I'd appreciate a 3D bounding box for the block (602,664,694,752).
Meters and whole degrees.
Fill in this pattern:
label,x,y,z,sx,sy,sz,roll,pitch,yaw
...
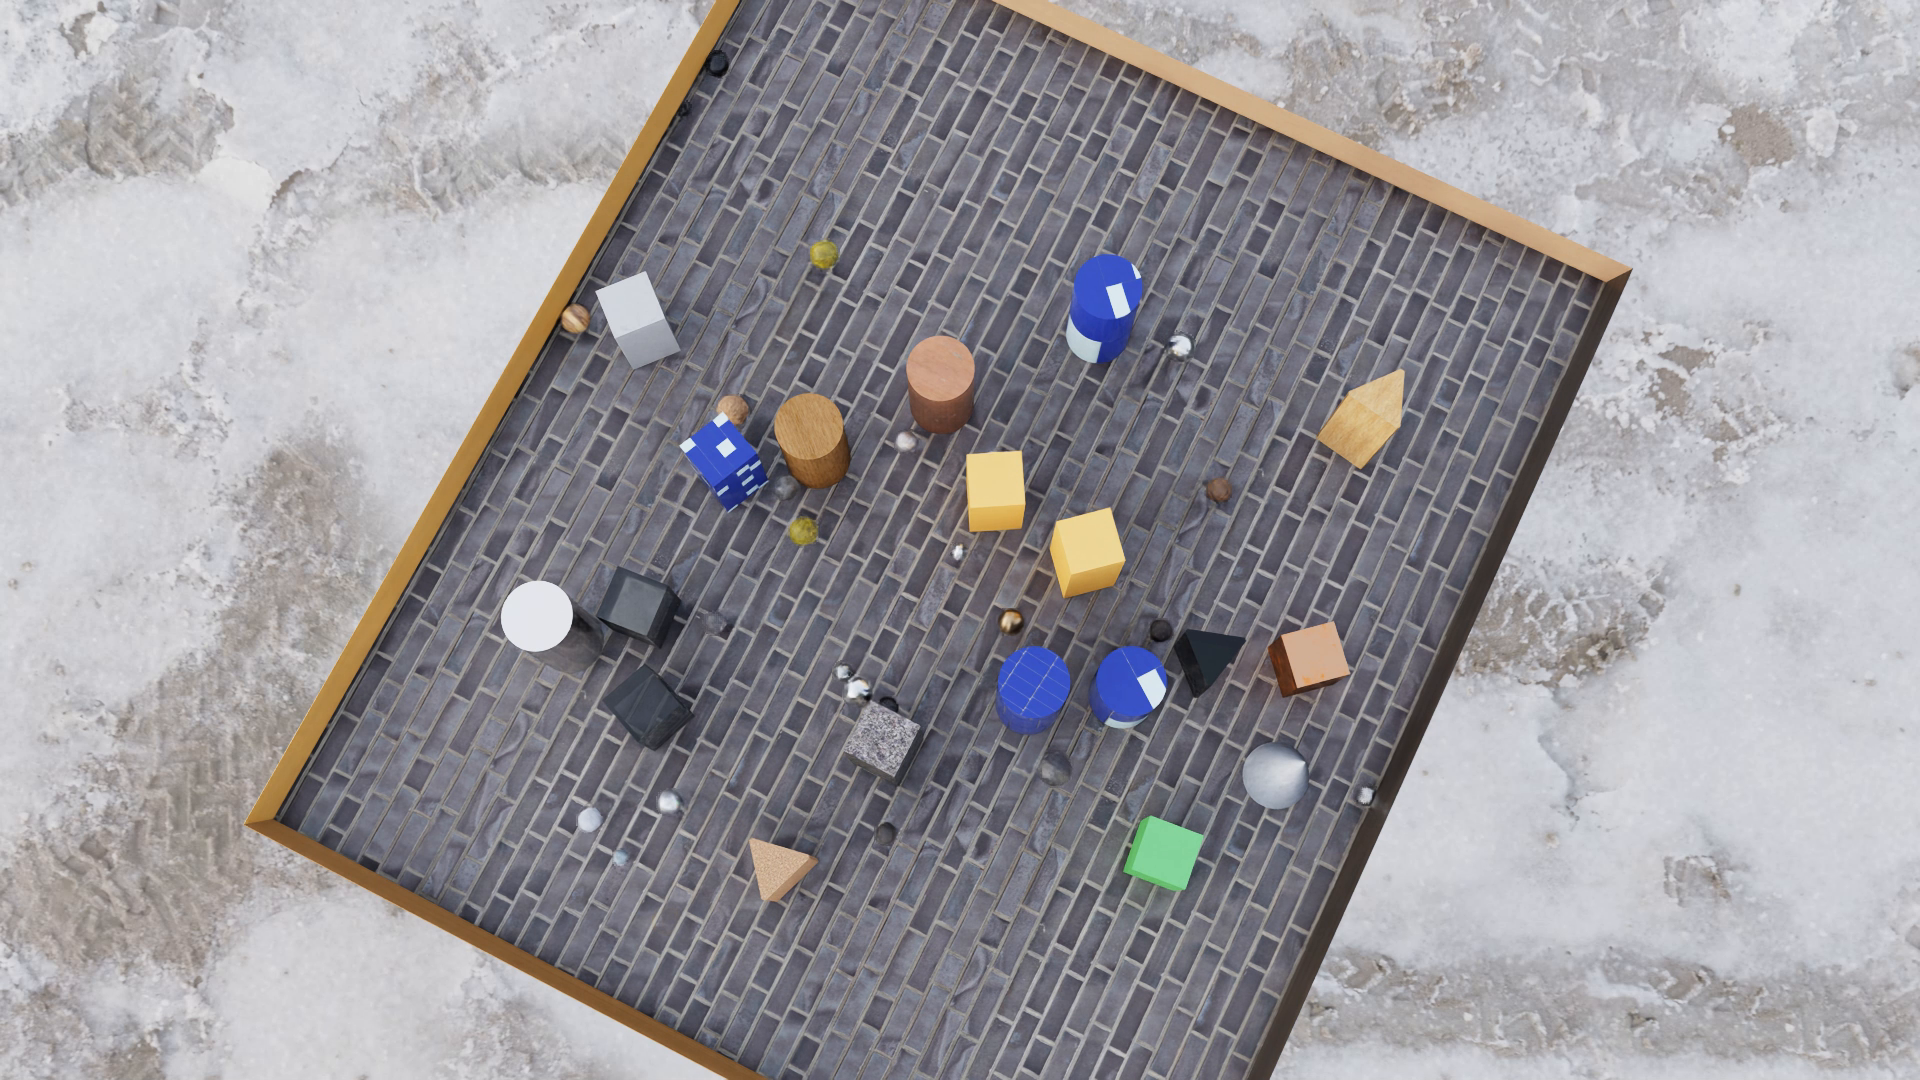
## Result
label,x,y,z,sx,sy,sz,roll,pitch,yaw
block,-0.908,0.493,5.364,0.159,0.295,0.159,-41,81,-8

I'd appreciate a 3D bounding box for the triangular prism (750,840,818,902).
label,x,y,z,sx,sy,sz,roll,pitch,yaw
triangular prism,-0.533,0.919,5.254,0.173,0.338,0.150,-43,81,-8

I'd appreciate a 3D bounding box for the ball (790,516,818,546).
label,x,y,z,sx,sy,sz,roll,pitch,yaw
ball,-0.474,-0.028,5.578,0.087,0.087,0.087,0,78,0

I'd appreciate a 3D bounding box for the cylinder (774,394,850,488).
label,x,y,z,sx,sy,sz,roll,pitch,yaw
cylinder,-0.438,-0.292,5.488,0.199,0.370,0.199,0,78,0

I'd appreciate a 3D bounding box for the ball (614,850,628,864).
label,x,y,z,sx,sy,sz,roll,pitch,yaw
ball,-1.000,0.935,5.401,0.042,0.042,0.042,0,78,0

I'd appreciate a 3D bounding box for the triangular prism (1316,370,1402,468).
label,x,y,z,sx,sy,sz,roll,pitch,yaw
triangular prism,1.218,-0.378,5.448,0.173,0.484,0.150,36,81,7

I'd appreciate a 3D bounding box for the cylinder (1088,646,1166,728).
label,x,y,z,sx,sy,sz,roll,pitch,yaw
cylinder,0.486,0.434,5.352,0.199,0.342,0.199,0,78,0

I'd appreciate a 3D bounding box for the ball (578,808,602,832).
label,x,y,z,sx,sy,sz,roll,pitch,yaw
ball,-1.091,0.825,5.411,0.069,0.069,0.069,0,78,0

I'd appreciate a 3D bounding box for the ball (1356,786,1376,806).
label,x,y,z,sx,sy,sz,roll,pitch,yaw
ball,1.204,0.758,5.428,0.062,0.062,0.062,0,78,0

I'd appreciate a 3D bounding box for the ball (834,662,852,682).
label,x,y,z,sx,sy,sz,roll,pitch,yaw
ball,-0.350,0.397,5.506,0.056,0.056,0.056,0,78,0

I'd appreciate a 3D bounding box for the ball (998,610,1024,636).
label,x,y,z,sx,sy,sz,roll,pitch,yaw
ball,0.154,0.249,5.523,0.082,0.082,0.082,0,78,0

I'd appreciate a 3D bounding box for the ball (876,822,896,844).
label,x,y,z,sx,sy,sz,roll,pitch,yaw
ball,-0.217,0.865,5.406,0.062,0.062,0.062,0,78,0

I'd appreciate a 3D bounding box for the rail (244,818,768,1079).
label,x,y,z,sx,sy,sz,roll,pitch,yaw
rail,-0.745,1.466,5.246,2.960,0.129,0.045,26,80,5

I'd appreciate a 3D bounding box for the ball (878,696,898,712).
label,x,y,z,sx,sy,sz,roll,pitch,yaw
ball,-0.218,0.501,5.480,0.065,0.065,0.065,0,78,0

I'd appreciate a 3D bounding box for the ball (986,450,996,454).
label,x,y,z,sx,sy,sz,roll,pitch,yaw
ball,0.103,-0.234,5.624,0.080,0.080,0.080,0,78,0

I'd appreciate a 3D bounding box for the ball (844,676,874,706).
label,x,y,z,sx,sy,sz,roll,pitch,yaw
ball,-0.304,0.451,5.478,0.088,0.088,0.088,0,78,0

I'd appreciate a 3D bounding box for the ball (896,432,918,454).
label,x,y,z,sx,sy,sz,roll,pitch,yaw
ball,-0.164,-0.301,5.645,0.067,0.067,0.067,0,78,0

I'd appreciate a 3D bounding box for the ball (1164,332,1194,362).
label,x,y,z,sx,sy,sz,roll,pitch,yaw
ball,0.682,-0.598,5.694,0.091,0.091,0.091,0,78,0

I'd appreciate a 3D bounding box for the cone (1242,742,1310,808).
label,x,y,z,sx,sy,sz,roll,pitch,yaw
cone,0.943,0.655,5.239,0.199,0.473,0.199,0,78,0

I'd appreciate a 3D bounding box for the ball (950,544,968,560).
label,x,y,z,sx,sy,sz,roll,pitch,yaw
ball,-0.003,0.037,5.583,0.051,0.051,0.051,0,78,0

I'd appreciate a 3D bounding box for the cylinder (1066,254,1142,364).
label,x,y,z,sx,sy,sz,roll,pitch,yaw
cylinder,0.431,-0.693,5.541,0.199,0.430,0.199,0,78,0

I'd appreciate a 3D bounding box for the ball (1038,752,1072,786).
label,x,y,z,sx,sy,sz,roll,pitch,yaw
ball,0.281,0.680,5.425,0.100,0.100,0.100,0,78,0

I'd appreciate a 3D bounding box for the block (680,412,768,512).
label,x,y,z,sx,sy,sz,roll,pitch,yaw
block,-0.702,-0.227,5.487,0.159,0.347,0.159,-39,81,-7

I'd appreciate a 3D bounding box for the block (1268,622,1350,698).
label,x,y,z,sx,sy,sz,roll,pitch,yaw
block,1.028,0.356,5.417,0.159,0.246,0.159,-15,79,-3

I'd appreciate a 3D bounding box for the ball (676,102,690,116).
label,x,y,z,sx,sy,sz,roll,pitch,yaw
ball,-0.888,-1.381,5.879,0.046,0.046,0.046,0,78,0

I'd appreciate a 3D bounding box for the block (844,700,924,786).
label,x,y,z,sx,sy,sz,roll,pitch,yaw
block,-0.217,0.592,5.295,0.159,0.390,0.159,27,80,5

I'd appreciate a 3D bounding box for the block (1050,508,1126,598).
label,x,y,z,sx,sy,sz,roll,pitch,yaw
block,0.372,0.043,5.405,0.159,0.396,0.159,-14,79,-3

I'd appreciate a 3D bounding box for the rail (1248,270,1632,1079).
label,x,y,z,sx,sy,sz,roll,pitch,yaw
rail,1.302,0.645,5.416,0.045,0.129,3.380,26,80,5

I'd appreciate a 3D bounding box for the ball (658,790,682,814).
label,x,y,z,sx,sy,sz,roll,pitch,yaw
ball,-0.857,0.775,5.420,0.070,0.070,0.070,0,78,0

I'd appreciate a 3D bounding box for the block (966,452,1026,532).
label,x,y,z,sx,sy,sz,roll,pitch,yaw
block,0.104,-0.142,5.474,0.159,0.336,0.159,-4,78,-1

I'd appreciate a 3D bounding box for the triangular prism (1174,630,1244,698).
label,x,y,z,sx,sy,sz,roll,pitch,yaw
triangular prism,0.707,0.334,5.395,0.150,0.299,0.173,38,81,7

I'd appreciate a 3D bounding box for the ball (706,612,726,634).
label,x,y,z,sx,sy,sz,roll,pitch,yaw
ball,-0.738,0.251,5.533,0.063,0.063,0.063,0,78,0

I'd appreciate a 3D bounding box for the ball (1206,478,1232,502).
label,x,y,z,sx,sy,sz,roll,pitch,yaw
ball,0.792,-0.154,5.609,0.077,0.077,0.077,0,78,0

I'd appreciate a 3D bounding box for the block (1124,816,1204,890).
label,x,y,z,sx,sy,sz,roll,pitch,yaw
block,0.584,0.906,5.285,0.159,0.282,0.159,20,79,4

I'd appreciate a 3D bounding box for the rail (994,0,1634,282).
label,x,y,z,sx,sy,sz,roll,pitch,yaw
rail,0.745,-1.453,5.850,2.960,0.129,0.045,26,80,5

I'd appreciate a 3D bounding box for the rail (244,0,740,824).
label,x,y,z,sx,sy,sz,roll,pitch,yaw
rail,-1.302,-0.631,5.680,0.045,0.129,3.380,26,80,5

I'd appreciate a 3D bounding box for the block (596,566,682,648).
label,x,y,z,sx,sy,sz,roll,pitch,yaw
block,-0.951,0.203,5.443,0.159,0.259,0.159,21,79,4

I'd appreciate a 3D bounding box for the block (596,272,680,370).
label,x,y,z,sx,sy,sz,roll,pitch,yaw
block,-0.979,-0.666,5.593,0.159,0.316,0.159,-23,79,-5

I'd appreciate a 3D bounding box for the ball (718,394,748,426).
label,x,y,z,sx,sy,sz,roll,pitch,yaw
ball,-0.700,-0.399,5.650,0.096,0.096,0.096,0,78,0

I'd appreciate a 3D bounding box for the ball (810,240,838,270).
label,x,y,z,sx,sy,sz,roll,pitch,yaw
ball,-0.427,-0.896,5.757,0.089,0.089,0.089,0,78,0

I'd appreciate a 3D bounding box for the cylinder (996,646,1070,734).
label,x,y,z,sx,sy,sz,roll,pitch,yaw
cylinder,0.205,0.440,5.286,0.199,0.470,0.199,0,78,0

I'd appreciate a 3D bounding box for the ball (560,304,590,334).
label,x,y,z,sx,sy,sz,roll,pitch,yaw
ball,-1.199,-0.688,5.713,0.090,0.090,0.090,0,78,0

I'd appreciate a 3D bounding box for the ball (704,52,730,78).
label,x,y,z,sx,sy,sz,roll,pitch,yaw
ball,-0.781,-1.528,5.894,0.077,0.077,0.077,0,78,0

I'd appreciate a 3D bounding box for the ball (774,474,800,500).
label,x,y,z,sx,sy,sz,roll,pitch,yaw
ball,-0.532,-0.161,5.609,0.079,0.079,0.079,0,78,0

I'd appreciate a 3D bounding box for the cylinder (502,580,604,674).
label,x,y,z,sx,sy,sz,roll,pitch,yaw
cylinder,-1.178,0.258,5.328,0.199,0.460,0.199,0,78,0

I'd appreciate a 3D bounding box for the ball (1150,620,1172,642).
label,x,y,z,sx,sy,sz,roll,pitch,yaw
ball,0.605,0.274,5.525,0.069,0.069,0.069,0,78,0

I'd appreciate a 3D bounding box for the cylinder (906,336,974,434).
label,x,y,z,sx,sy,sz,roll,pitch,yaw
cylinder,-0.057,-0.463,5.523,0.199,0.371,0.199,0,78,0
